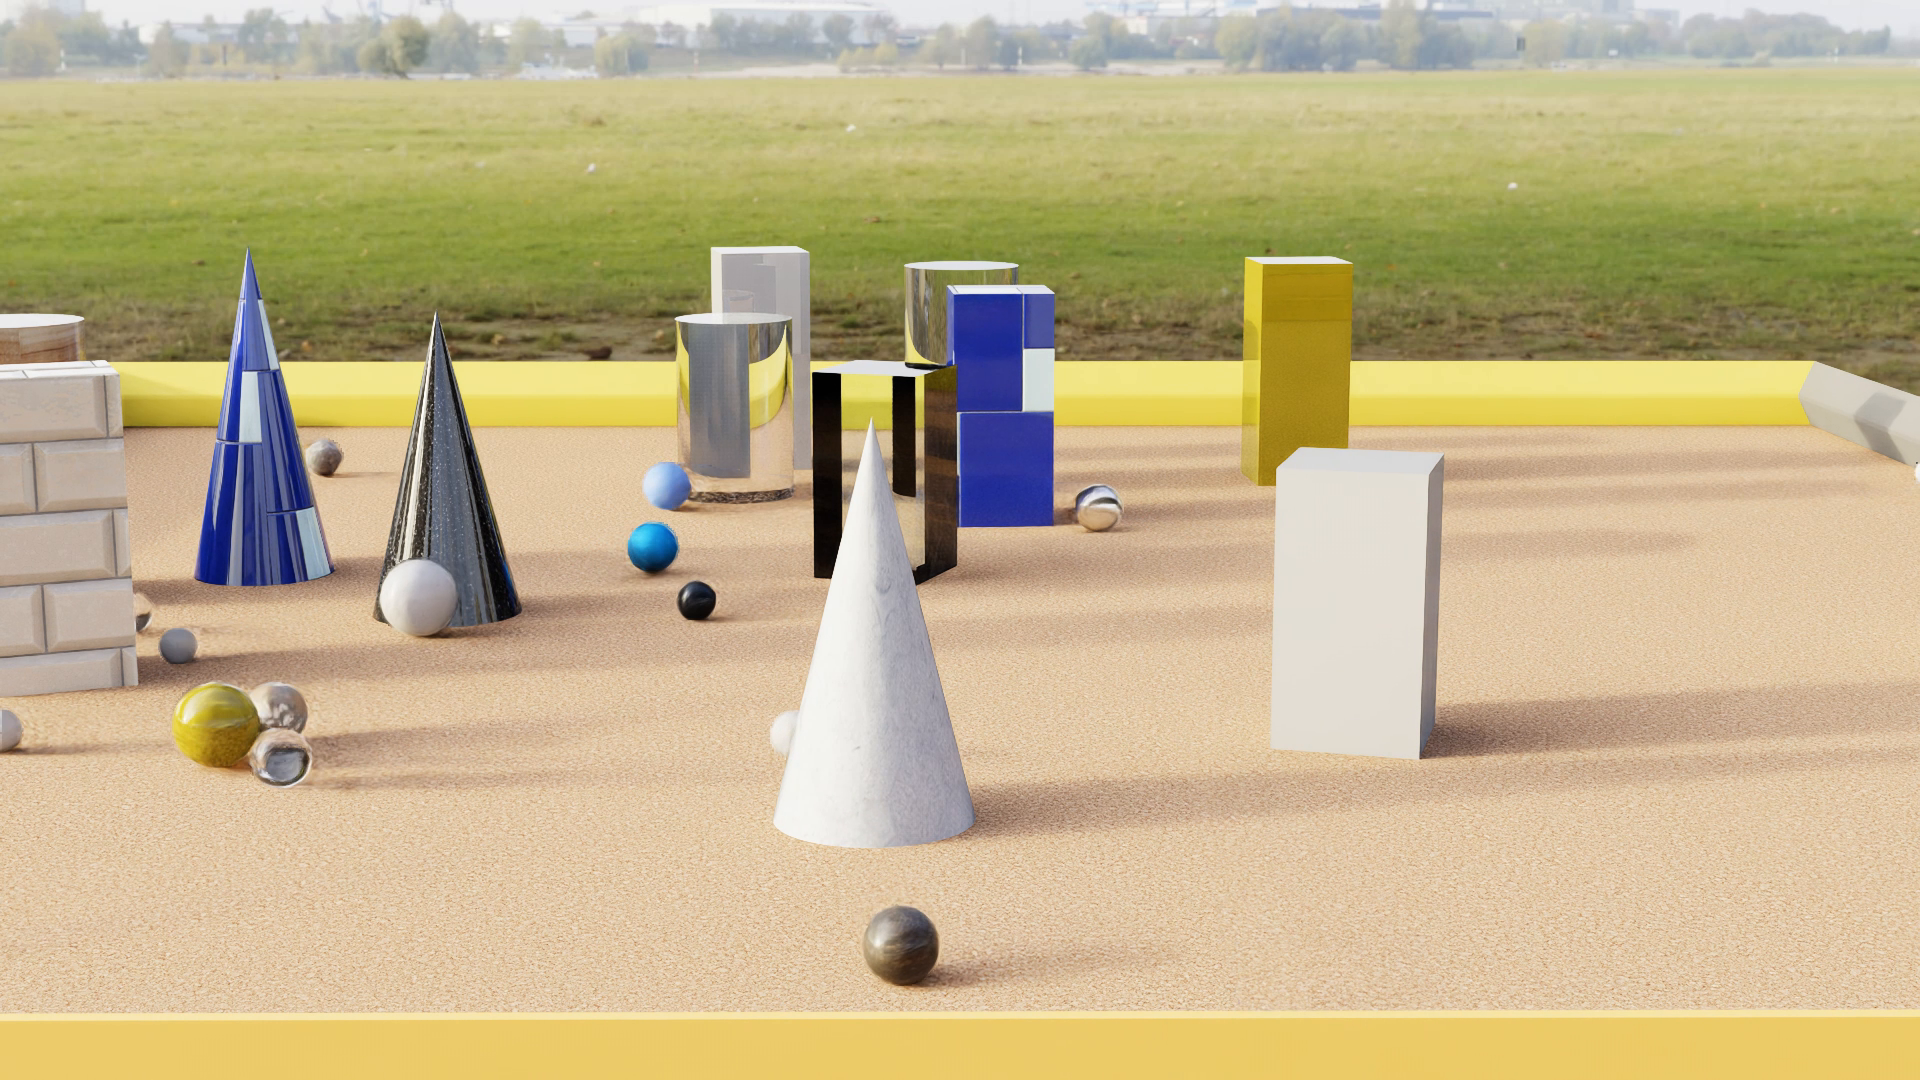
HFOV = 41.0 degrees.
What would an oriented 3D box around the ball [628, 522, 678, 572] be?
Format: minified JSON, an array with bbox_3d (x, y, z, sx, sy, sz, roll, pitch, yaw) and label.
[{"bbox_3d":[-0.448,0.011,3.733,0.072,0.072,0.072,0,10,0],"label":"ball"}]

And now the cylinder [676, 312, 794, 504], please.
[{"bbox_3d":[-0.385,-0.228,4.386,0.199,0.303,0.199,0,10,0],"label":"cylinder"}]

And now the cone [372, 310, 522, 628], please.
[{"bbox_3d":[-0.692,-0.104,3.426,0.199,0.410,0.199,0,10,0],"label":"cone"}]

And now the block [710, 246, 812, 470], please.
[{"bbox_3d":[-0.365,-0.334,4.709,0.159,0.395,0.159,-2,11,-12],"label":"block"}]

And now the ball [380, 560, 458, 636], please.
[{"bbox_3d":[-0.697,0.075,3.312,0.099,0.099,0.099,0,10,0],"label":"ball"}]

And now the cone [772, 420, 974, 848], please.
[{"bbox_3d":[-0.084,0.077,2.481,0.199,0.397,0.199,0,10,0],"label":"cone"}]

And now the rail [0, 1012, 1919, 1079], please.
[{"bbox_3d":[0.010,0.362,1.671,3.520,0.129,0.045,0,10,0],"label":"rail"}]

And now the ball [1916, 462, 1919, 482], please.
[{"bbox_3d":[1.698,-0.119,4.481,0.055,0.055,0.055,0,10,0],"label":"ball"}]

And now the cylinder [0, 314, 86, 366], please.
[{"bbox_3d":[-1.294,-0.108,3.518,0.199,0.385,0.199,0,10,0],"label":"cylinder"}]

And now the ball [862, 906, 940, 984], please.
[{"bbox_3d":[-0.047,0.325,2.061,0.062,0.062,0.062,0,10,0],"label":"ball"}]

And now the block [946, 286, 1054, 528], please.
[{"bbox_3d":[0.064,-0.218,4.147,0.159,0.373,0.159,-1,11,-4],"label":"block"}]

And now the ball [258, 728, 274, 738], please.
[{"bbox_3d":[-0.719,0.218,2.699,0.041,0.041,0.041,0,10,0],"label":"ball"}]

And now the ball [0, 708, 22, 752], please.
[{"bbox_3d":[-1.031,0.205,2.753,0.047,0.047,0.047,0,10,0],"label":"ball"}]

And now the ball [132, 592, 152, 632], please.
[{"bbox_3d":[-1.077,0.095,3.333,0.052,0.052,0.052,0,10,0],"label":"ball"}]

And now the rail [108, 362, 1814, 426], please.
[{"bbox_3d":[-0.010,-0.295,5.226,3.520,0.129,0.045,0,10,0],"label":"rail"}]

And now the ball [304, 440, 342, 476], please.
[{"bbox_3d":[-1.144,-0.147,4.609,0.064,0.064,0.064,0,10,0],"label":"ball"}]

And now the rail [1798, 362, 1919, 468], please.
[{"bbox_3d":[1.736,0.031,3.459,0.045,0.129,3.663,0,10,0],"label":"rail"}]

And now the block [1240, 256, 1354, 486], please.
[{"bbox_3d":[0.595,-0.301,4.550,0.159,0.389,0.159,-1,11,-5],"label":"block"}]

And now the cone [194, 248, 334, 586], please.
[{"bbox_3d":[-1.012,-0.186,3.690,0.199,0.475,0.199,0,10,0],"label":"cone"}]

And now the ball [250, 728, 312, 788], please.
[{"bbox_3d":[-0.693,0.223,2.617,0.061,0.061,0.061,0,10,0],"label":"ball"}]

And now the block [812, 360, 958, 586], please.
[{"bbox_3d":[-0.107,-0.100,3.713,0.159,0.298,0.159,4,11,21],"label":"block"}]

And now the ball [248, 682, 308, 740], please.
[{"bbox_3d":[-0.743,0.188,2.781,0.069,0.069,0.069,0,10,0],"label":"ball"}]

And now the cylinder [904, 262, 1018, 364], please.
[{"bbox_3d":[0.003,-0.286,4.477,0.199,0.385,0.199,0,10,0],"label":"cylinder"}]

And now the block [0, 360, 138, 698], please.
[{"bbox_3d":[-1.084,-0.017,3.063,0.159,0.372,0.159,-5,11,-23],"label":"block"}]

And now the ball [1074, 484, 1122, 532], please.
[{"bbox_3d":[0.219,-0.051,4.061,0.075,0.075,0.075,0,10,0],"label":"ball"}]

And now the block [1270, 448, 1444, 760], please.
[{"bbox_3d":[0.434,0.065,2.797,0.159,0.306,0.159,3,11,16],"label":"block"}]

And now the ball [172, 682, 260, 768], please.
[{"bbox_3d":[-0.782,0.194,2.696,0.089,0.089,0.089,0,10,0],"label":"ball"}]

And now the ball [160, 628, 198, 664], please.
[{"bbox_3d":[-0.964,0.130,3.165,0.045,0.045,0.045,0,10,0],"label":"ball"}]

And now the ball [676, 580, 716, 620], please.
[{"bbox_3d":[-0.350,0.080,3.409,0.053,0.053,0.053,0,10,0],"label":"ball"}]

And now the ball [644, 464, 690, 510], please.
[{"bbox_3d":[-0.485,-0.089,4.255,0.078,0.078,0.078,0,10,0],"label":"ball"}]

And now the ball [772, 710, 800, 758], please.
[{"bbox_3d":[-0.174,0.207,2.726,0.052,0.052,0.052,0,10,0],"label":"ball"}]
